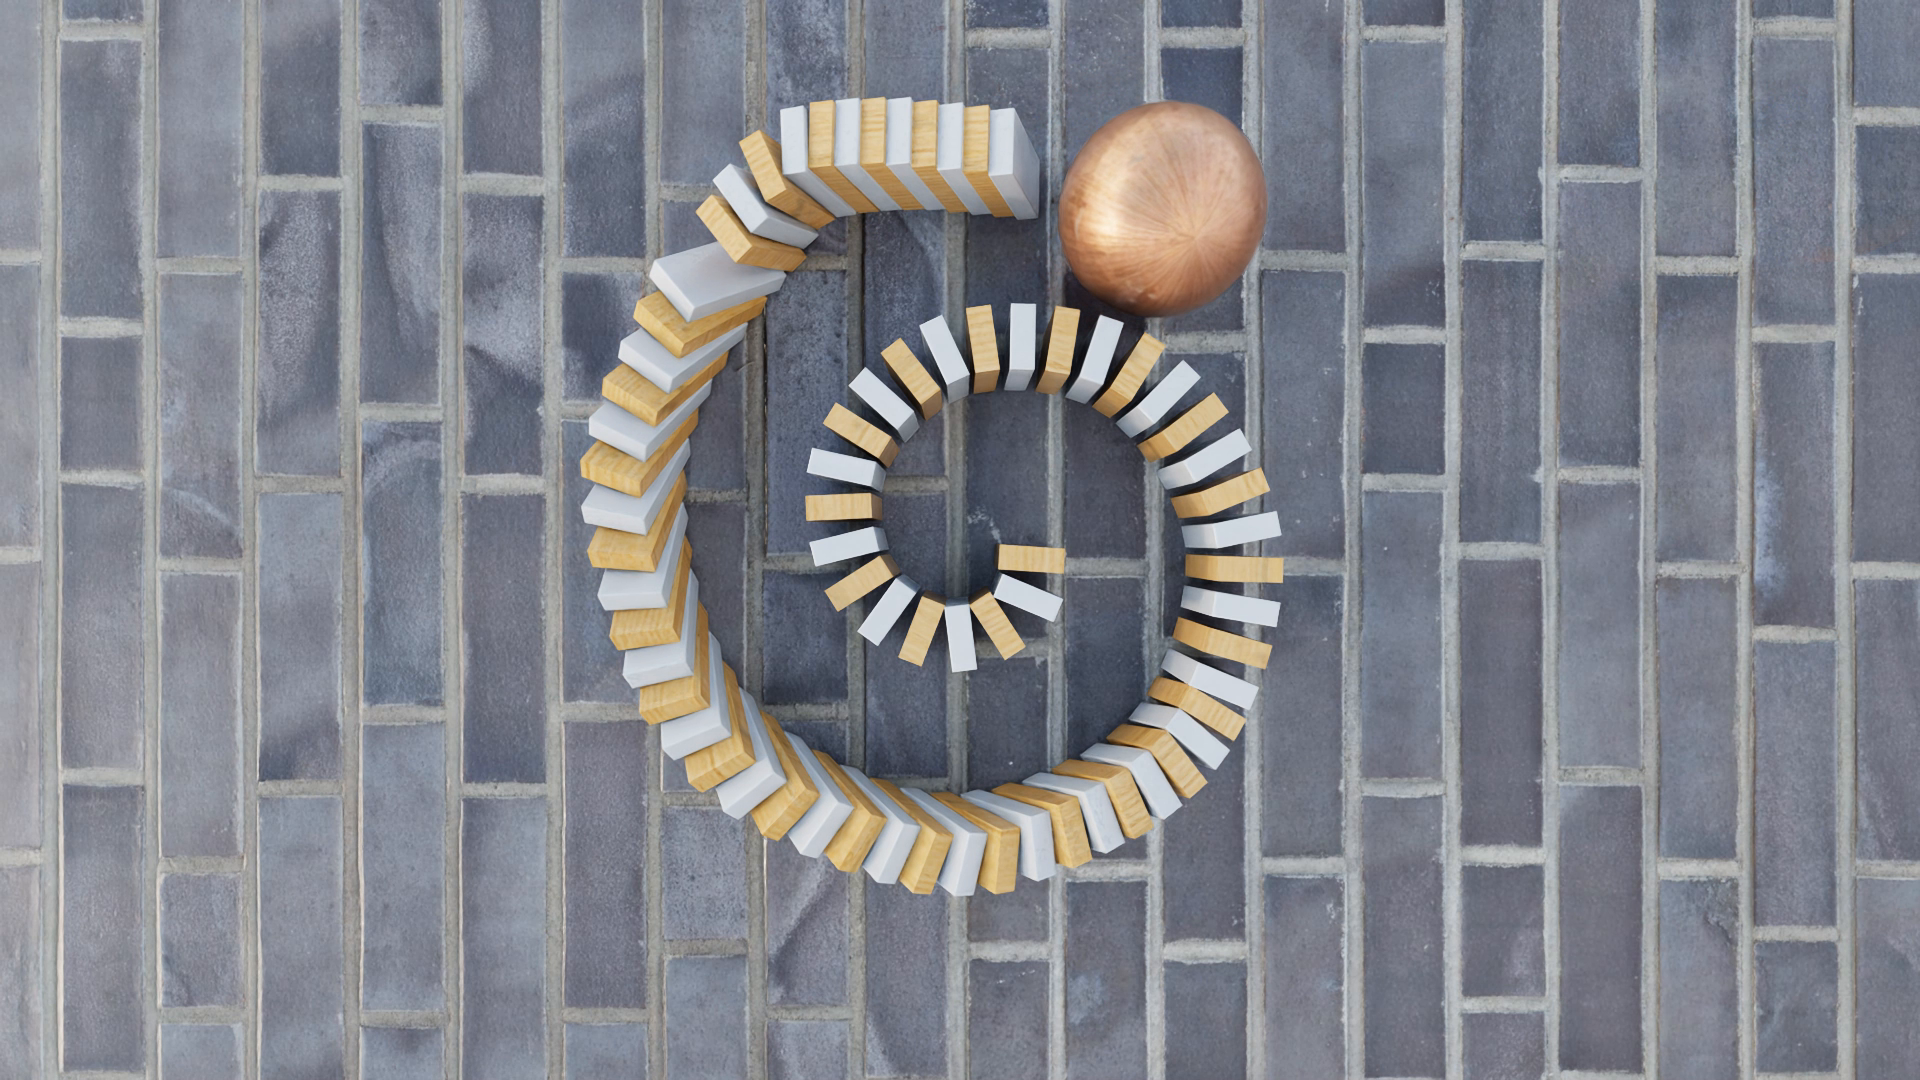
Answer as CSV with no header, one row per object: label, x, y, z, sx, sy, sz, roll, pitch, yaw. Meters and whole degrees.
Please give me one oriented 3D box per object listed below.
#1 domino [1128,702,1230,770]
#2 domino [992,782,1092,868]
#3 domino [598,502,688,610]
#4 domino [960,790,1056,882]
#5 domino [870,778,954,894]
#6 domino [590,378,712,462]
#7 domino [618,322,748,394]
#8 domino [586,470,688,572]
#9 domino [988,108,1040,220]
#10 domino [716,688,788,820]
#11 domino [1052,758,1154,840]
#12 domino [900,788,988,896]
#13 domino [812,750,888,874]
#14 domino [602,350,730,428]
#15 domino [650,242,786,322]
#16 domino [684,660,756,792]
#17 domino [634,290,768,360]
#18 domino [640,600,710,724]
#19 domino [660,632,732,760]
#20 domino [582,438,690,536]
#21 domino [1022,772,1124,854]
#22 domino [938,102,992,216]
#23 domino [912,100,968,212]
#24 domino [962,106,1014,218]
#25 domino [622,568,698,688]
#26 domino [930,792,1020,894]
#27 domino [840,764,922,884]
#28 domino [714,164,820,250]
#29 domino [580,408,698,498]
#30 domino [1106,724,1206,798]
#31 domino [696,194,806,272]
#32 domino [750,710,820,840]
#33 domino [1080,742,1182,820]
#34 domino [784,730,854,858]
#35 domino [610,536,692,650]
domino,0.088,0.079,0.375,0.025,0.050,0.010,40,81,0
domino,0.033,0.116,0.376,0.010,0.050,0.025,-13,90,-30
domino,-0.130,0.006,0.380,0.025,0.009,0.050,-3,48,0
domino,0.019,0.120,0.376,0.010,0.050,0.025,-6,90,-33
domino,-0.025,0.121,0.378,0.009,0.050,0.025,22,90,-39
domino,-0.127,-0.056,0.379,0.025,0.009,0.050,27,47,0
domino,-0.114,-0.083,0.380,0.025,0.010,0.050,36,47,0
domino,-0.133,-0.010,0.379,0.025,0.010,0.050,4,47,0
domino,0.023,-0.152,0.375,0.010,0.050,0.025,1,90,16
domino,-0.091,0.087,0.379,0.025,0.050,0.009,-38,135,0
domino,0.057,0.105,0.375,0.010,0.050,0.025,-24,90,-22
domino,-0.010,0.123,0.377,0.009,0.050,0.025,13,90,-37
domino,-0.053,0.111,0.378,0.010,0.050,0.025,31,90,-43
domino,-0.121,-0.070,0.380,0.025,0.010,0.050,32,47,0
domino,-0.099,-0.109,0.379,0.025,0.009,0.050,50,48,4
domino,-0.102,0.076,0.379,0.025,0.010,0.050,-29,45,0
domino,-0.107,-0.096,0.379,0.025,0.010,0.050,43,48,1
domino,-0.118,0.050,0.379,0.025,0.009,0.050,-17,46,0
domino,-0.111,0.063,0.379,0.025,0.010,0.050,-23,46,0
domino,-0.133,-0.025,0.379,0.025,0.010,0.050,12,47,0
domino,0.045,0.111,0.376,0.009,0.050,0.025,-20,90,-26
domino,0.003,-0.154,0.375,0.010,0.050,0.025,1,90,16
domino,-0.007,-0.155,0.375,0.009,0.050,0.025,1,90,16
domino,0.013,-0.153,0.375,0.009,0.050,0.025,1,90,16
domino,-0.123,0.036,0.379,0.025,0.010,0.050,-12,47,0
domino,0.004,0.123,0.377,0.010,0.050,0.025,6,90,-35
domino,-0.039,0.116,0.378,0.009,0.050,0.025,25,90,-41
domino,-0.078,-0.135,0.375,0.010,0.050,0.025,-36,90,18
domino,-0.132,-0.041,0.379,0.025,0.010,0.050,21,47,1
domino,0.079,0.089,0.375,0.009,0.050,0.025,-38,90,-13
domino,-0.084,-0.124,0.375,0.010,0.050,0.025,-38,90,20
domino,-0.079,0.096,0.379,0.025,0.050,0.009,-47,135,0
domino,0.069,0.098,0.375,0.010,0.050,0.025,-31,90,-18
domino,-0.066,0.104,0.379,0.025,0.050,0.009,-54,134,0
domino,-0.127,0.021,0.380,0.025,0.010,0.050,-8,47,0
